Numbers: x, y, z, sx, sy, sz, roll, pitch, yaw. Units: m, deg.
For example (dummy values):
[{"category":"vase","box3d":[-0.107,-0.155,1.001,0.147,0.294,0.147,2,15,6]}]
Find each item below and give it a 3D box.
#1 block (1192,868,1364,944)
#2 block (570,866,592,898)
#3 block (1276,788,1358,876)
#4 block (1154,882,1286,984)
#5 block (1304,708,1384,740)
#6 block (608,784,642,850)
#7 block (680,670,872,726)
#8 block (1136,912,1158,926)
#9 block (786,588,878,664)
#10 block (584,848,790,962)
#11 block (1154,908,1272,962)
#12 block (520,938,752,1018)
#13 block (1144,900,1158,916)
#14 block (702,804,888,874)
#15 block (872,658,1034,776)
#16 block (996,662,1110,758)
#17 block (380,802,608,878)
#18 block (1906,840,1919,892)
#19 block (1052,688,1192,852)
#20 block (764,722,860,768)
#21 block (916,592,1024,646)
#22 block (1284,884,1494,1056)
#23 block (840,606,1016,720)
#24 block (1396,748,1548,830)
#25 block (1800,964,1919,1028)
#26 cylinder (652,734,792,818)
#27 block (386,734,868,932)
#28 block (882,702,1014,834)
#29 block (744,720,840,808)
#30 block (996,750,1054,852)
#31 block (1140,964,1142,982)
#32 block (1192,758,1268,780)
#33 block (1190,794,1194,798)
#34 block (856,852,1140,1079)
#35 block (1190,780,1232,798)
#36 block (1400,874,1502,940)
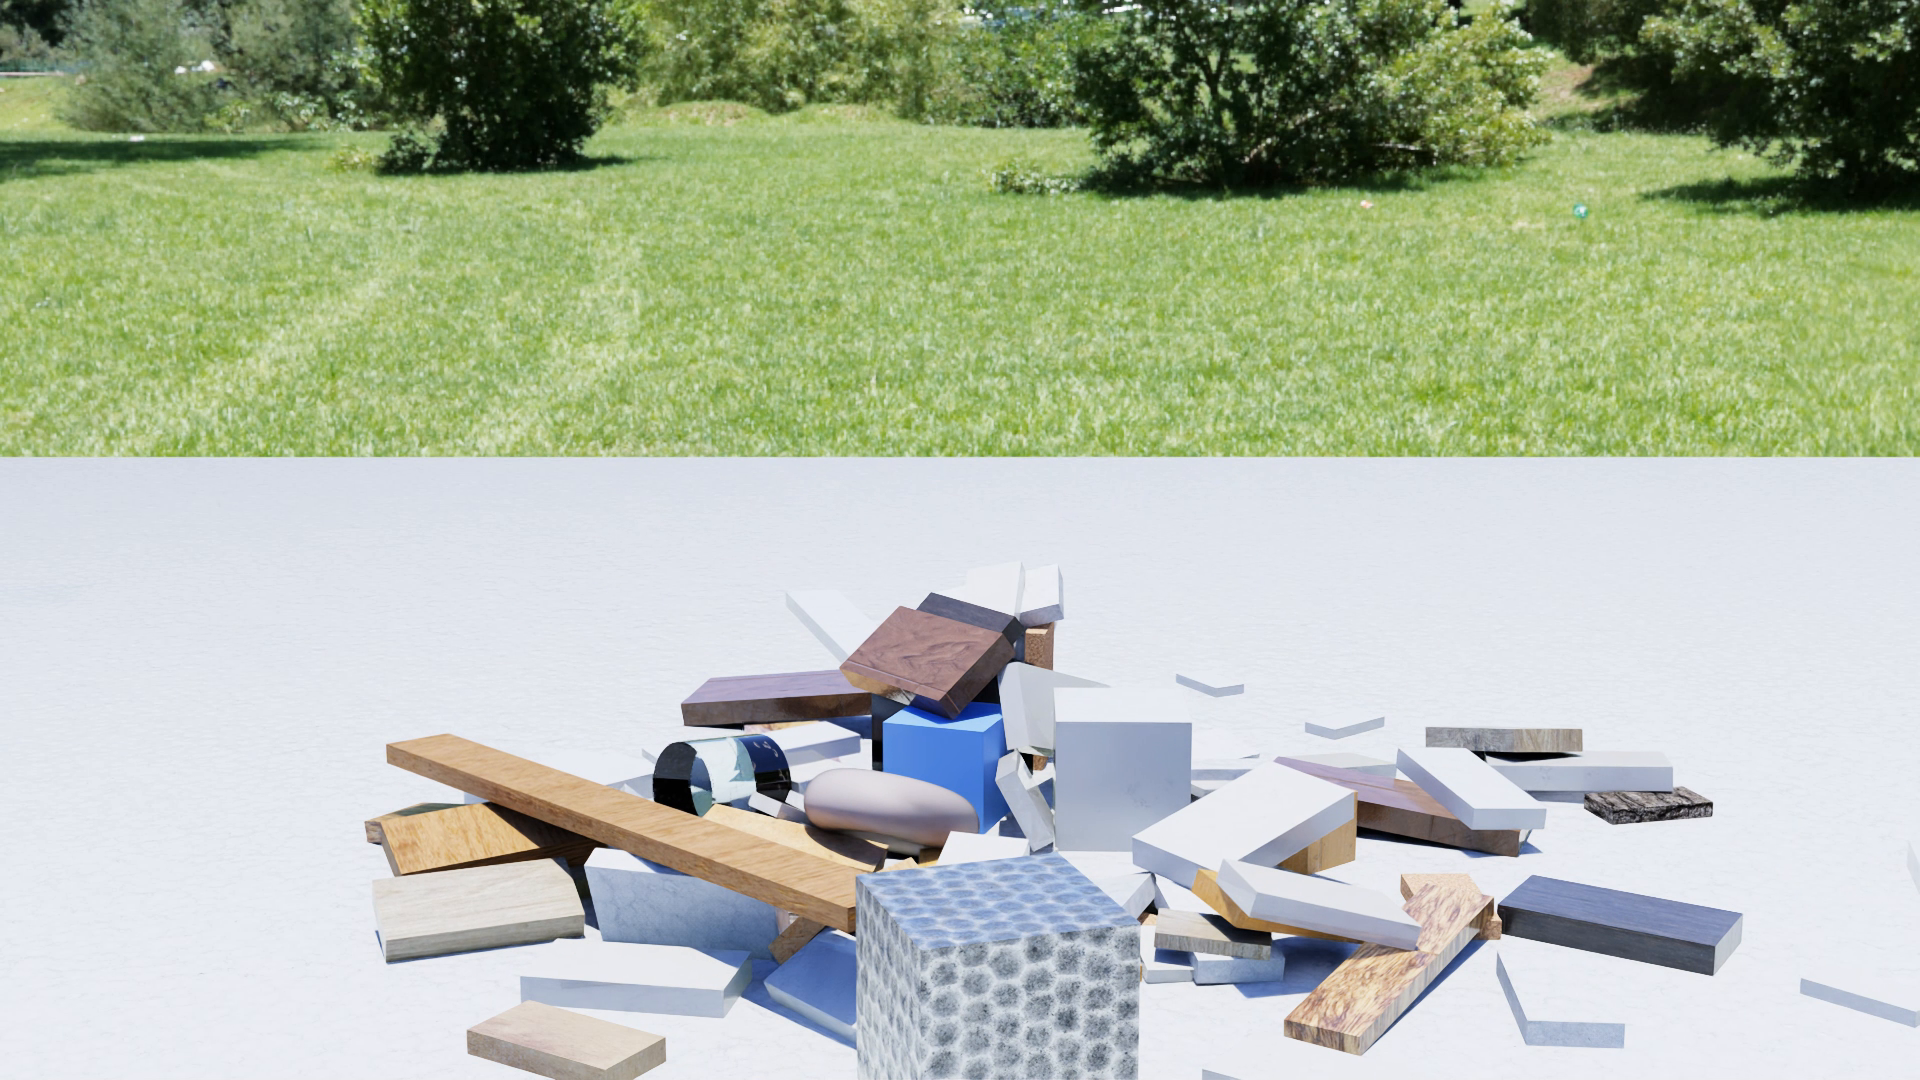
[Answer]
[{"category":"block","box3d":[0.502,0.563,3.370,0.266,0.038,0.133,12,10,-28]},{"category":"block","box3d":[-0.719,0.554,3.640,0.300,0.039,0.137,-6,25,-19]},{"category":"block","box3d":[0.602,0.496,3.833,0.125,0.125,0.125,-9,14,-39]},{"category":"block","box3d":[0.398,0.603,3.402,0.133,0.038,0.269,0,16,-9]},{"category":"block","box3d":[0.818,0.392,4.674,0.163,0.023,0.081,-9,14,-40]},{"category":"block","box3d":[-0.498,0.521,3.629,0.172,0.049,0.345,40,2,-14]},{"category":"block","box3d":[-0.347,0.333,4.714,0.466,0.050,0.178,-5,13,16]},{"category":"block","box3d":[0.264,0.618,3.462,0.071,0.020,0.141,10,14,42]},{"category":"block","box3d":[-0.218,0.272,5.276,0.138,0.039,1.338,-3,11,-16]},{"category":"block","box3d":[-0.417,0.562,3.388,0.306,0.153,0.043,3,32,16]},{"category":"block","box3d":[0.382,0.595,3.318,0.173,0.024,0.086,5,16,8]},{"category":"block","box3d":[-0.476,0.646,3.248,0.306,0.043,0.153,2,11,10]},{"category":"block","box3d":[0.359,0.604,3.537,0.071,0.020,0.212,-5,12,-27]},{"category":"block","box3d":[-0.289,0.524,3.727,0.311,0.044,0.155,13,10,6]},{"category":"block","box3d":[-0.015,0.351,4.334,0.226,0.226,0.226,-9,14,-40]},{"category":"block","box3d":[0.194,0.338,4.225,0.044,0.156,0.441,-14,-15,24]},{"category":"block","box3d":[-0.770,0.499,3.651,0.345,0.049,0.172,-8,26,-23]},{"category":"block","box3d":[1.771,0.563,3.694,0.312,0.044,0.156,3,11,15]},{"category":"block","box3d":[0.289,0.412,3.977,0.237,0.237,0.237,0,11,1]},{"category":"block","box3d":[-0.327,0.394,4.172,0.249,0.035,0.125,-8,13,-35]},{"category":"block","box3d":[-0.009,0.187,4.274,0.138,0.039,0.276,-49,33,-19]},{"category":"block","box3d":[0.646,0.630,3.267,0.113,0.032,0.548,7,16,32]},{"category":"block","box3d":[-0.066,0.228,4.160,0.178,0.050,0.356,-45,29,-20]},{"category":"block","box3d":[0.926,0.450,4.004,0.138,0.039,0.337,2,13,-13]},{"category":"block","box3d":[1.328,0.663,3.208,0.086,0.024,0.172,-9,14,-41]},{"category":"cylinder","box3d":[-0.426,0.442,3.935,0.177,0.177,0.177,-2,9,-44]},{"category":"block","box3d":[-0.545,0.445,3.513,0.125,0.035,1.294,-8,11,-42]},{"category":"block","box3d":[-0.017,0.416,4.075,0.194,0.194,0.194,4,11,19]},{"category":"block","box3d":[-0.319,0.446,4.324,0.155,0.044,0.504,-3,11,-11]},{"category":"block","box3d":[0.116,0.458,3.891,0.039,0.138,0.276,-28,1,3]},{"category":"block","box3d":[0.170,0.647,3.288,0.184,0.026,0.092,-5,12,-25]},{"category":"block","box3d":[0.464,0.442,4.231,0.323,0.023,0.081,2,8,-23]},{"category":"block","box3d":[0.382,0.479,4.218,0.129,0.018,0.064,4,11,19]},{"category":"block","box3d":[0.043,0.599,2.838,0.286,0.286,0.286,-3,11,-18]},{"category":"block","box3d":[0.521,0.473,4.195,0.185,0.018,0.064,1,9,-30]},{"category":"block","box3d":[0.793,0.593,3.565,0.112,0.032,0.225,0,11,0]}]
